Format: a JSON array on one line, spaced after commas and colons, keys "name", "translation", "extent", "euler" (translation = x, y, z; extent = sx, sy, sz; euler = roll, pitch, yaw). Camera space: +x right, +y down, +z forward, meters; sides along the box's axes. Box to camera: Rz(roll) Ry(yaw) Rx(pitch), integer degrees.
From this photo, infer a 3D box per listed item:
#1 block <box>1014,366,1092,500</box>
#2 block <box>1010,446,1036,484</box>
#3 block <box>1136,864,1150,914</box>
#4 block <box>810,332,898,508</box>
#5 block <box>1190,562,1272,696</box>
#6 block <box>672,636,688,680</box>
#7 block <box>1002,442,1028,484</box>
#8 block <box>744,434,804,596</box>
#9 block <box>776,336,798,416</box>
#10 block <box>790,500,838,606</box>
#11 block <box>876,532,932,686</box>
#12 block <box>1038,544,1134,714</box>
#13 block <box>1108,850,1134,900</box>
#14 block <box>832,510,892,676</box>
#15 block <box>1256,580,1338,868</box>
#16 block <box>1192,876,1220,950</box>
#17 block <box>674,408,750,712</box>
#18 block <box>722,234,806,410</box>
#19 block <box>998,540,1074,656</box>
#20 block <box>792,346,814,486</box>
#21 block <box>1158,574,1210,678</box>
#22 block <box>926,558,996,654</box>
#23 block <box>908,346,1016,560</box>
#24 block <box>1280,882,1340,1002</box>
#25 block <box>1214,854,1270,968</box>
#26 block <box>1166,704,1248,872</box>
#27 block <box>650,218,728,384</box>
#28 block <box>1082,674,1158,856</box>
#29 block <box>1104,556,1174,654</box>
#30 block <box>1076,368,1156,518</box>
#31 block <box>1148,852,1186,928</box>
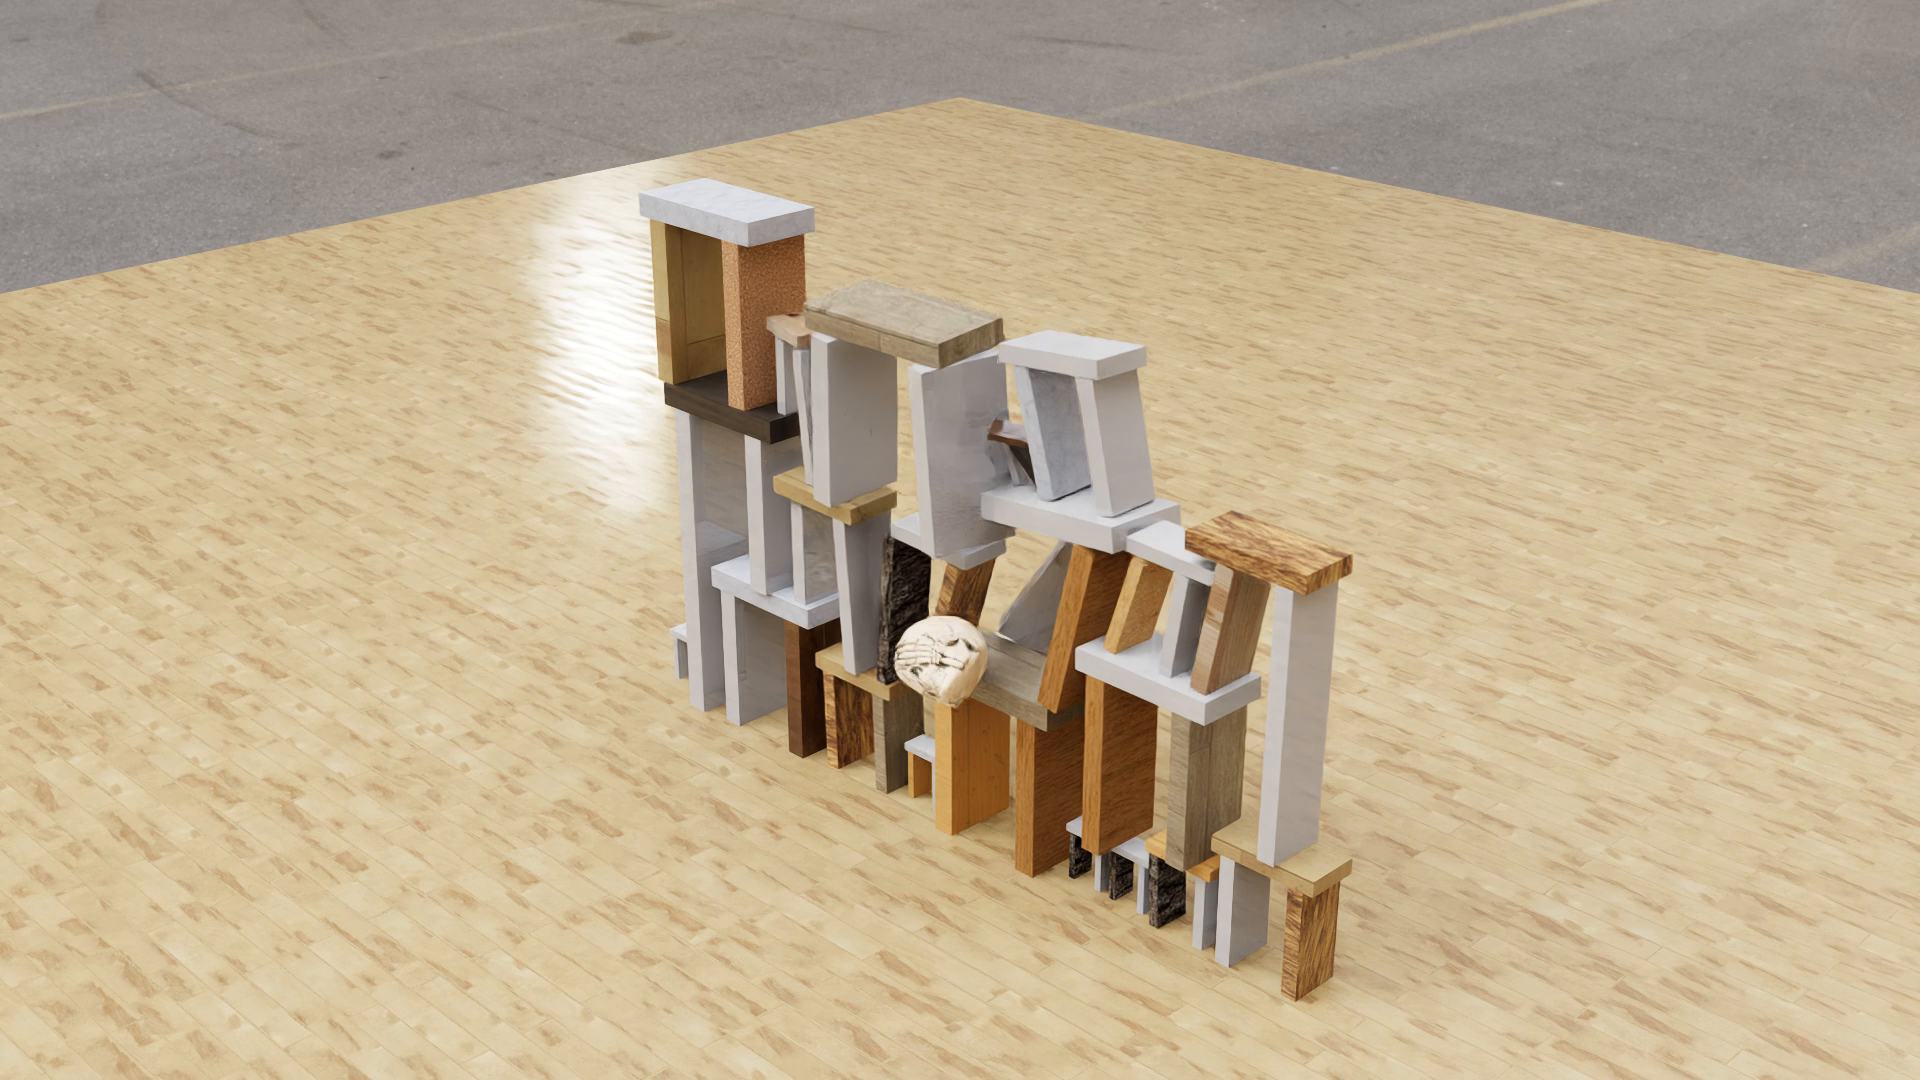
[{"name": "block", "translation": [0.173, -0.209, 4.010], "extent": [0.035, 0.248, 0.124], "euler": [-1, 15, 43]}, {"name": "block", "translation": [0.135, -0.142, 4.076], "extent": [0.014, 0.096, 0.048], "euler": [-34, 0, 37]}, {"name": "block", "translation": [0.355, 0.643, 4.110], "extent": [0.015, 0.104, 0.052], "euler": [21, 31, 41]}, {"name": "block", "translation": [-0.204, -0.253, 4.276], "extent": [0.176, 0.352, 0.050], "euler": [-24, 37, -37]}, {"name": "block", "translation": [0.470, 0.134, 3.775], "extent": [0.036, 0.254, 0.127], "euler": [32, 37, 34]}, {"name": "block", "translation": [-0.627, 0.260, 5.014], "extent": [0.015, 0.104, 0.052], "euler": [21, 31, 41]}, {"name": "block", "translation": [0.104, -0.157, 4.093], "extent": [0.014, 0.096, 0.048], "euler": [-2, 27, 32]}, {"name": "block", "translation": [-0.360, -0.073, 4.580], "extent": [0.049, 0.344, 0.172], "euler": [21, 31, 41]}, {"name": "block", "translation": [-0.330, -0.345, 4.439], "extent": [0.085, 0.169, 0.024], "euler": [-21, 31, -41]}, {"name": "block", "translation": [-0.289, 0.002, 4.534], "extent": [0.034, 0.242, 0.121], "euler": [21, 31, 41]}, {"name": "block", "translation": [-0.110, 0.126, 4.379], "extent": [0.106, 0.332, 0.030], "euler": [-23, 39, -39]}, {"name": "block", "translation": [0.250, 0.142, 4.032], "extent": [0.172, 0.345, 0.049], "euler": [-21, 43, -41]}, {"name": "block", "translation": [0.306, 0.624, 4.156], "extent": [0.052, 0.104, 0.015], "euler": [-21, 31, -40]}, {"name": "block", "translation": [-0.187, 0.096, 4.433], "extent": [0.121, 0.343, 0.034], "euler": [-24, 32, -37]}, {"name": "block", "translation": [0.573, 0.301, 3.733], "extent": [0.127, 0.523, 0.036], "euler": [-21, 31, -41]}, {"name": "block", "translation": [0.459, 0.664, 4.001], "extent": [0.022, 0.153, 0.076], "euler": [22, 31, 40]}, {"name": "block", "translation": [-0.522, 0.028, 4.799], "extent": [0.049, 0.700, 0.172], "euler": [21, 31, 41]}, {"name": "block", "translation": [-0.393, -0.452, 4.464], "extent": [0.174, 0.347, 0.049], "euler": [-21, 31, -41]}, {"name": "block", "translation": [0.240, 0.089, 4.278], "extent": [0.172, 0.345, 0.049], "euler": [30, 28, -11]}, {"name": "block", "translation": [-0.278, -0.252, 4.361], "extent": [0.085, 0.285, 0.024], "euler": [-25, 33, -36]}, {"name": "block", "translation": [0.405, 0.137, 3.840], "extent": [0.100, 0.200, 0.028], "euler": [-20, 39, -39]}, {"name": "block", "translation": [0.003, 0.115, 4.253], "extent": [0.106, 0.212, 0.030], "euler": [-24, 52, -38]}, {"name": "block", "translation": [0.005, -0.162, 4.088], "extent": [0.176, 0.367, 0.050], "euler": [-16, 27, -26]}, {"name": "block", "translation": [0.615, 0.688, 3.855], "extent": [0.031, 0.222, 0.111], "euler": [21, 31, 41]}, {"name": "block", "translation": [0.510, 0.647, 3.952], "extent": [0.031, 0.222, 0.111], "euler": [21, 31, 41]}, {"name": "block", "translation": [0.439, 0.425, 3.919], "extent": [0.153, 0.305, 0.043], "euler": [-20, 30, -38]}, {"name": "block", "translation": [-0.557, -0.516, 4.615], "extent": [0.174, 0.347, 0.049], "euler": [-21, 31, -41]}, {"name": "block", "translation": [0.297, 0.393, 4.067], "extent": [0.153, 0.361, 0.043], "euler": [-21, 31, -40]}, {"name": "block", "translation": [0.324, 0.105, 3.920], "extent": [0.100, 0.200, 0.028], "euler": [-20, 48, -40]}, {"name": "block", "translation": [0.277, -0.177, 3.888], "extent": [0.035, 0.248, 0.124], "euler": [3, 18, 44]}, {"name": "block", "translation": [0.384, 0.634, 4.068], "extent": [0.077, 0.153, 0.022], "euler": [-19, 27, -38]}]
